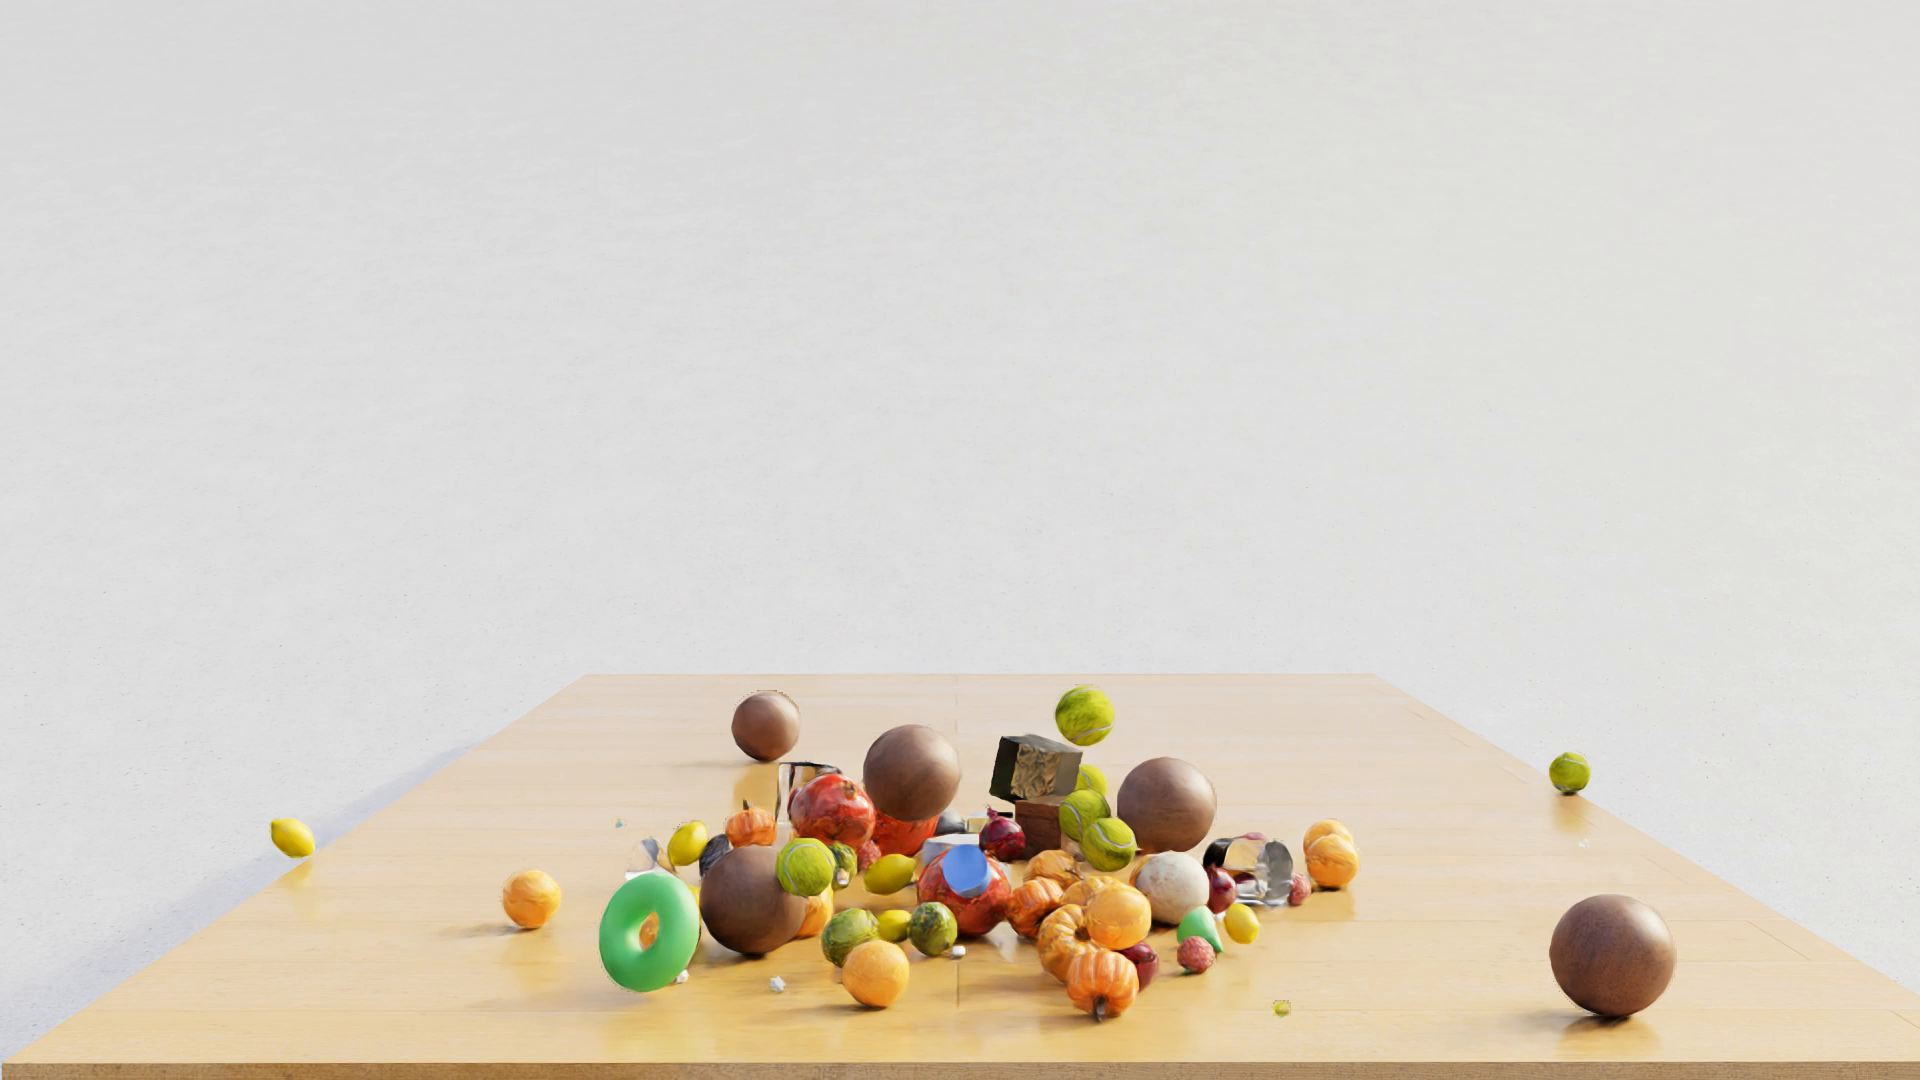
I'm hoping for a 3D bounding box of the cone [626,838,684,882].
[{"bbox_3d":[-0.408,0.455,3.531,0.072,0.072,0.072,30,6,-32],"label":"cone"}]

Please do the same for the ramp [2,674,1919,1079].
[{"bbox_3d":[0.053,0.477,4.537,2.000,0.100,4.000,0,3,0],"label":"ramp"}]

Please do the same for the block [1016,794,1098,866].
[{"bbox_3d":[0.140,0.420,3.728,0.085,0.085,0.085,2,3,40],"label":"block"}]

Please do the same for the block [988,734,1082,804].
[{"bbox_3d":[0.118,0.363,4.017,0.094,0.094,0.094,17,9,37],"label":"block"}]

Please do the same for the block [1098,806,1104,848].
[{"bbox_3d":[0.175,0.428,3.831,0.059,0.059,0.059,2,3,34],"label":"block"}]

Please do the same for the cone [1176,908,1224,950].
[{"bbox_3d":[0.298,0.478,3.086,0.055,0.055,0.055,-16,28,-34],"label":"cone"}]

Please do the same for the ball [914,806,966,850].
[{"bbox_3d":[-0.029,0.424,3.742,0.076,0.076,0.076,0,23,0],"label":"ball"}]

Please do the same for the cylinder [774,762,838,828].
[{"bbox_3d":[-0.231,0.384,3.879,0.089,0.089,0.089,4,-10,1],"label":"cylinder"}]

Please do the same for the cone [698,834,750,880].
[{"bbox_3d":[-0.317,0.454,3.588,0.067,0.067,0.067,30,5,-33],"label":"cone"}]

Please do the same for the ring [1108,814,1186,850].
[{"bbox_3d":[0.252,0.393,3.471,0.106,0.035,0.106,-5,-16,-2],"label":"ring"}]

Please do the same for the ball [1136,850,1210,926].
[{"bbox_3d":[0.265,0.435,3.216,0.093,0.093,0.093,0,23,0],"label":"ball"}]

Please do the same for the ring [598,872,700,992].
[{"bbox_3d":[-0.343,0.432,2.840,0.133,0.133,0.044,21,-5,41],"label":"ring"}]

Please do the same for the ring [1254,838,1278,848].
[{"bbox_3d":[0.409,0.448,3.687,0.100,0.033,0.100,1,3,0],"label":"ring"}]

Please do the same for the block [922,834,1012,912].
[{"bbox_3d":[0.009,0.435,3.371,0.085,0.085,0.085,1,2,30],"label":"block"}]

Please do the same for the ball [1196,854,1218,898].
[{"bbox_3d":[0.331,0.447,3.427,0.056,0.056,0.056,0,23,0],"label":"ball"}]

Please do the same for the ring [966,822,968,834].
[{"bbox_3d":[0.023,0.441,3.827,0.104,0.035,0.104,-1,3,0],"label":"ring"}]

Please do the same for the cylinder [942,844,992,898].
[{"bbox_3d":[0.008,0.385,2.989,0.053,0.053,0.053,3,-17,6],"label":"cylinder"}]

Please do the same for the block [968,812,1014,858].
[{"bbox_3d":[0.045,0.430,3.722,0.064,0.064,0.064,0,1,4],"label":"block"}]
